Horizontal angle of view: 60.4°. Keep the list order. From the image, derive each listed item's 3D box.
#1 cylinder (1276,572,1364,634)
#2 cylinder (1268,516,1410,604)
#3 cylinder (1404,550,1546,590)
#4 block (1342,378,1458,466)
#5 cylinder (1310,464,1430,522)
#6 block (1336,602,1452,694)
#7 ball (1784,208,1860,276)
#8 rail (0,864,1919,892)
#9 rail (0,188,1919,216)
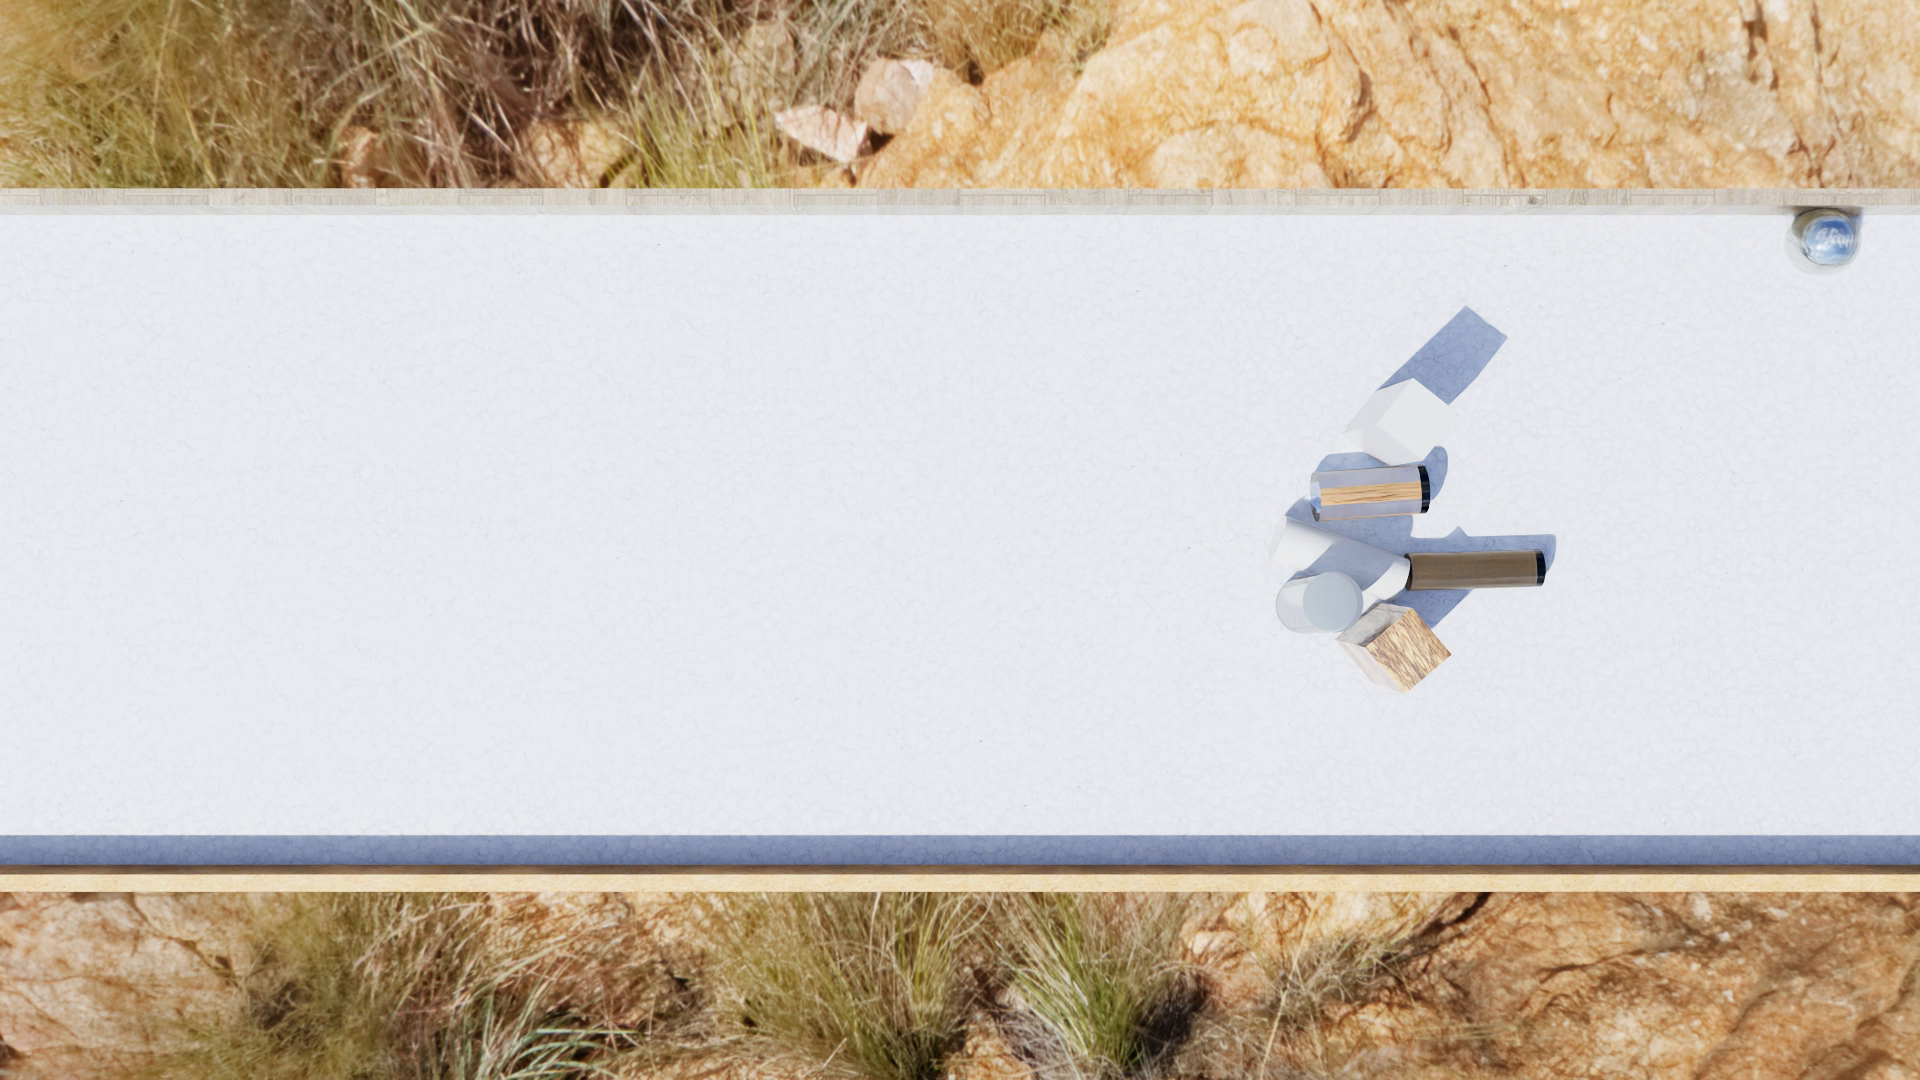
[{"bbox_3d":[1.060,0.189,4.885,0.175,0.372,0.175,0,86,-1],"label":"cylinder"},{"bbox_3d":[1.149,0.059,5.005,0.395,0.143,0.143,19,90,0],"label":"cylinder"},{"bbox_3d":[1.561,0.091,5.018,0.401,0.116,0.116,-2,90,0],"label":"cylinder"},{"bbox_3d":[1.290,-0.340,4.861,0.165,0.431,0.165,38,90,0],"label":"block"},{"bbox_3d":[1.241,-0.143,5.001,0.328,0.152,0.152,-4,90,1],"label":"cylinder"},{"bbox_3d":[1.277,0.316,4.885,0.174,0.382,0.174,-40,90,0],"label":"block"},{"bbox_3d":[2.598,-0.899,4.975,0.202,0.202,0.202,0,90,0],"label":"ball"},{"bbox_3d":[-2.247,1.025,5.001,12.000,0.150,0.050,0,90,0],"label":"rail"},{"bbox_3d":[-2.247,-1.025,5.002,12.000,0.150,0.050,0,90,0],"label":"rail"}]
